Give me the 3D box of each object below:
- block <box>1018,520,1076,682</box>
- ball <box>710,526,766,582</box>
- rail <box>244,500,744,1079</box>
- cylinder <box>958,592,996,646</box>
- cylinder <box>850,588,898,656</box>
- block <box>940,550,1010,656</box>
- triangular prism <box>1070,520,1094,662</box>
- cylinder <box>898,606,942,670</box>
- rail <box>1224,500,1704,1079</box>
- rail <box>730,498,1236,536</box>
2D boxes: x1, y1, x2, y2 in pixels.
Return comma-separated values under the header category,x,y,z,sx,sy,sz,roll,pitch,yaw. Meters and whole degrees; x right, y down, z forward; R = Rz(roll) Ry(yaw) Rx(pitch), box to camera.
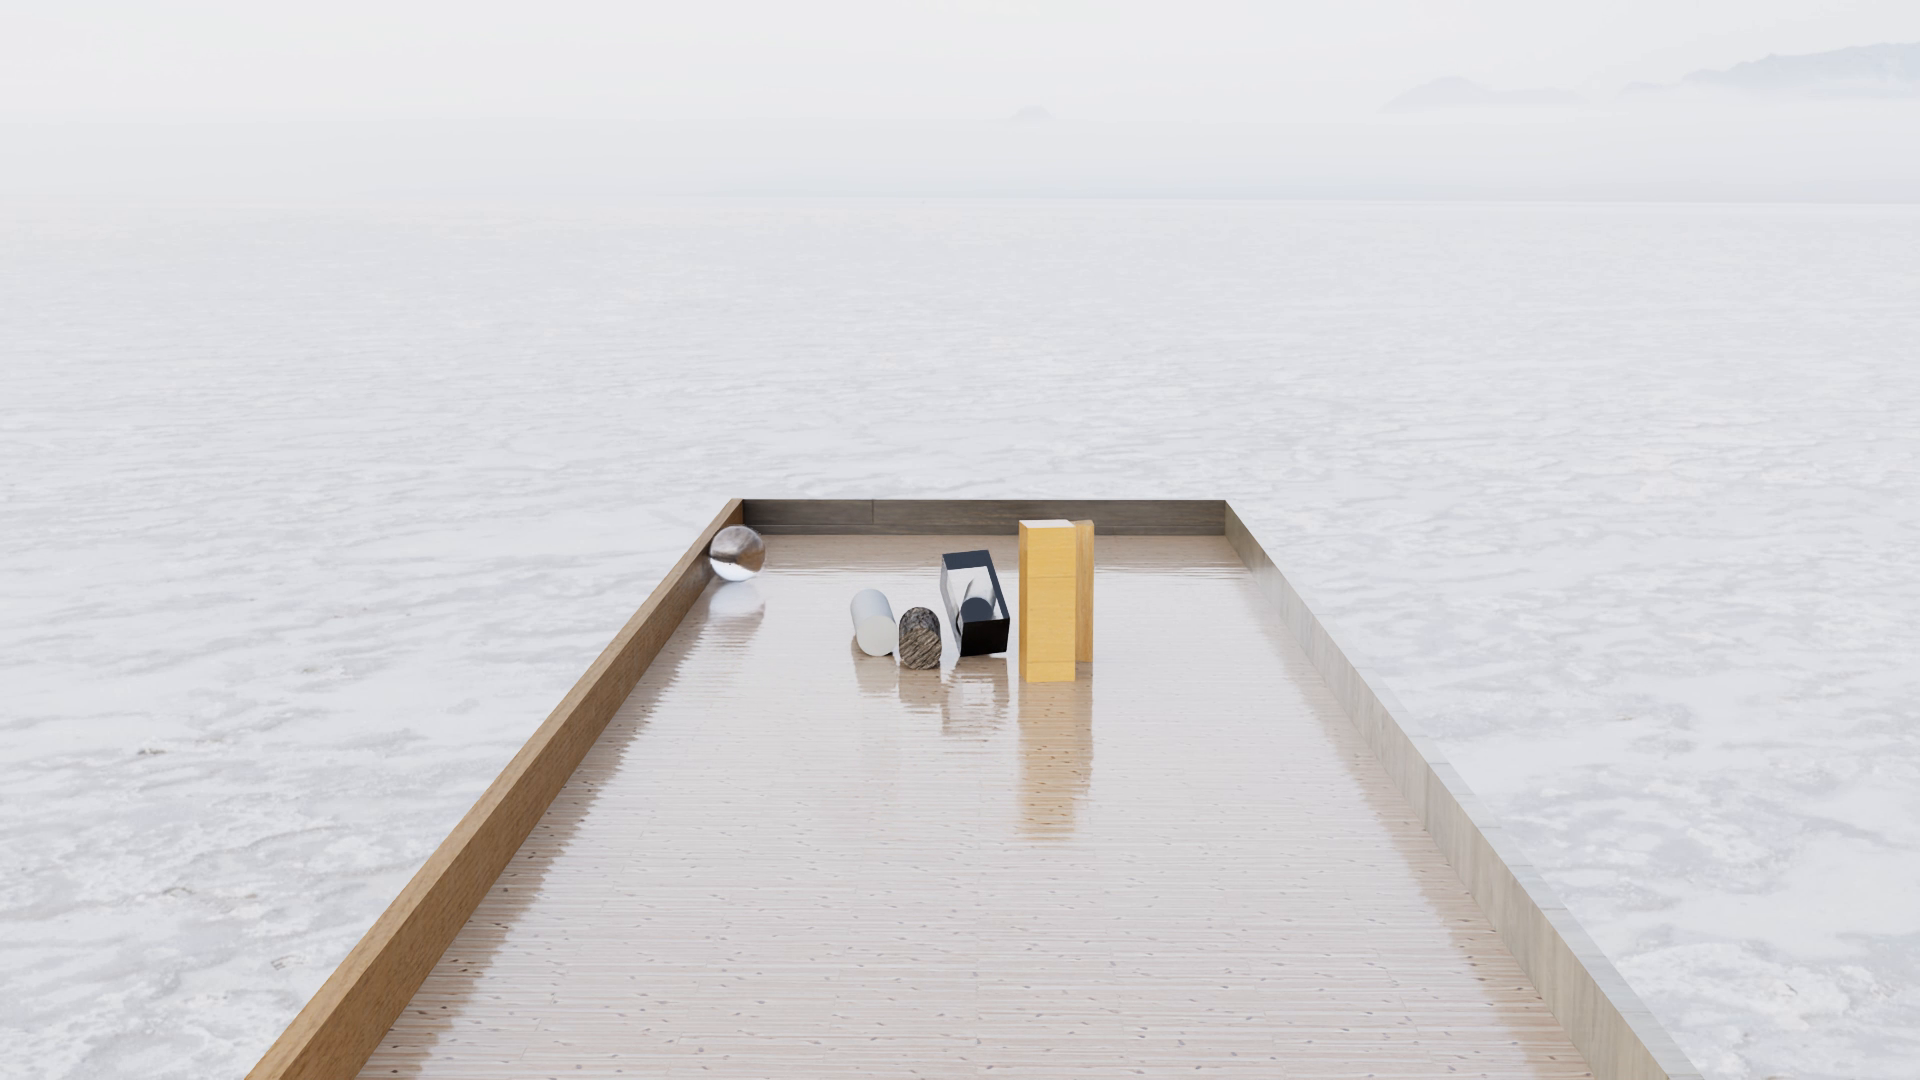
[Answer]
category,x,y,z,sx,sy,sz,roll,pitch,yaw
block,0.254,0.177,6.437,0.142,0.455,0.142,-1,9,-8
ball,-0.814,0.051,8.038,0.203,0.203,0.203,0,9,0
rail,-1.004,0.839,3.234,0.050,0.150,12.000,0,9,1
cylinder,0.057,0.254,7.082,0.103,0.103,0.375,1,9,3
cylinder,-0.274,0.258,6.970,0.129,0.129,0.455,-1,9,-5
block,0.044,0.194,6.820,0.147,0.147,0.311,-5,43,-11
triangular prism,0.374,0.152,6.713,0.119,0.418,0.103,5,10,29
cylinder,-0.122,0.298,6.716,0.129,0.129,0.333,0,9,-1
rail,1.046,0.843,3.208,0.050,0.150,12.000,0,9,1
rail,0.099,-0.098,9.147,2.100,0.150,0.050,0,9,1
